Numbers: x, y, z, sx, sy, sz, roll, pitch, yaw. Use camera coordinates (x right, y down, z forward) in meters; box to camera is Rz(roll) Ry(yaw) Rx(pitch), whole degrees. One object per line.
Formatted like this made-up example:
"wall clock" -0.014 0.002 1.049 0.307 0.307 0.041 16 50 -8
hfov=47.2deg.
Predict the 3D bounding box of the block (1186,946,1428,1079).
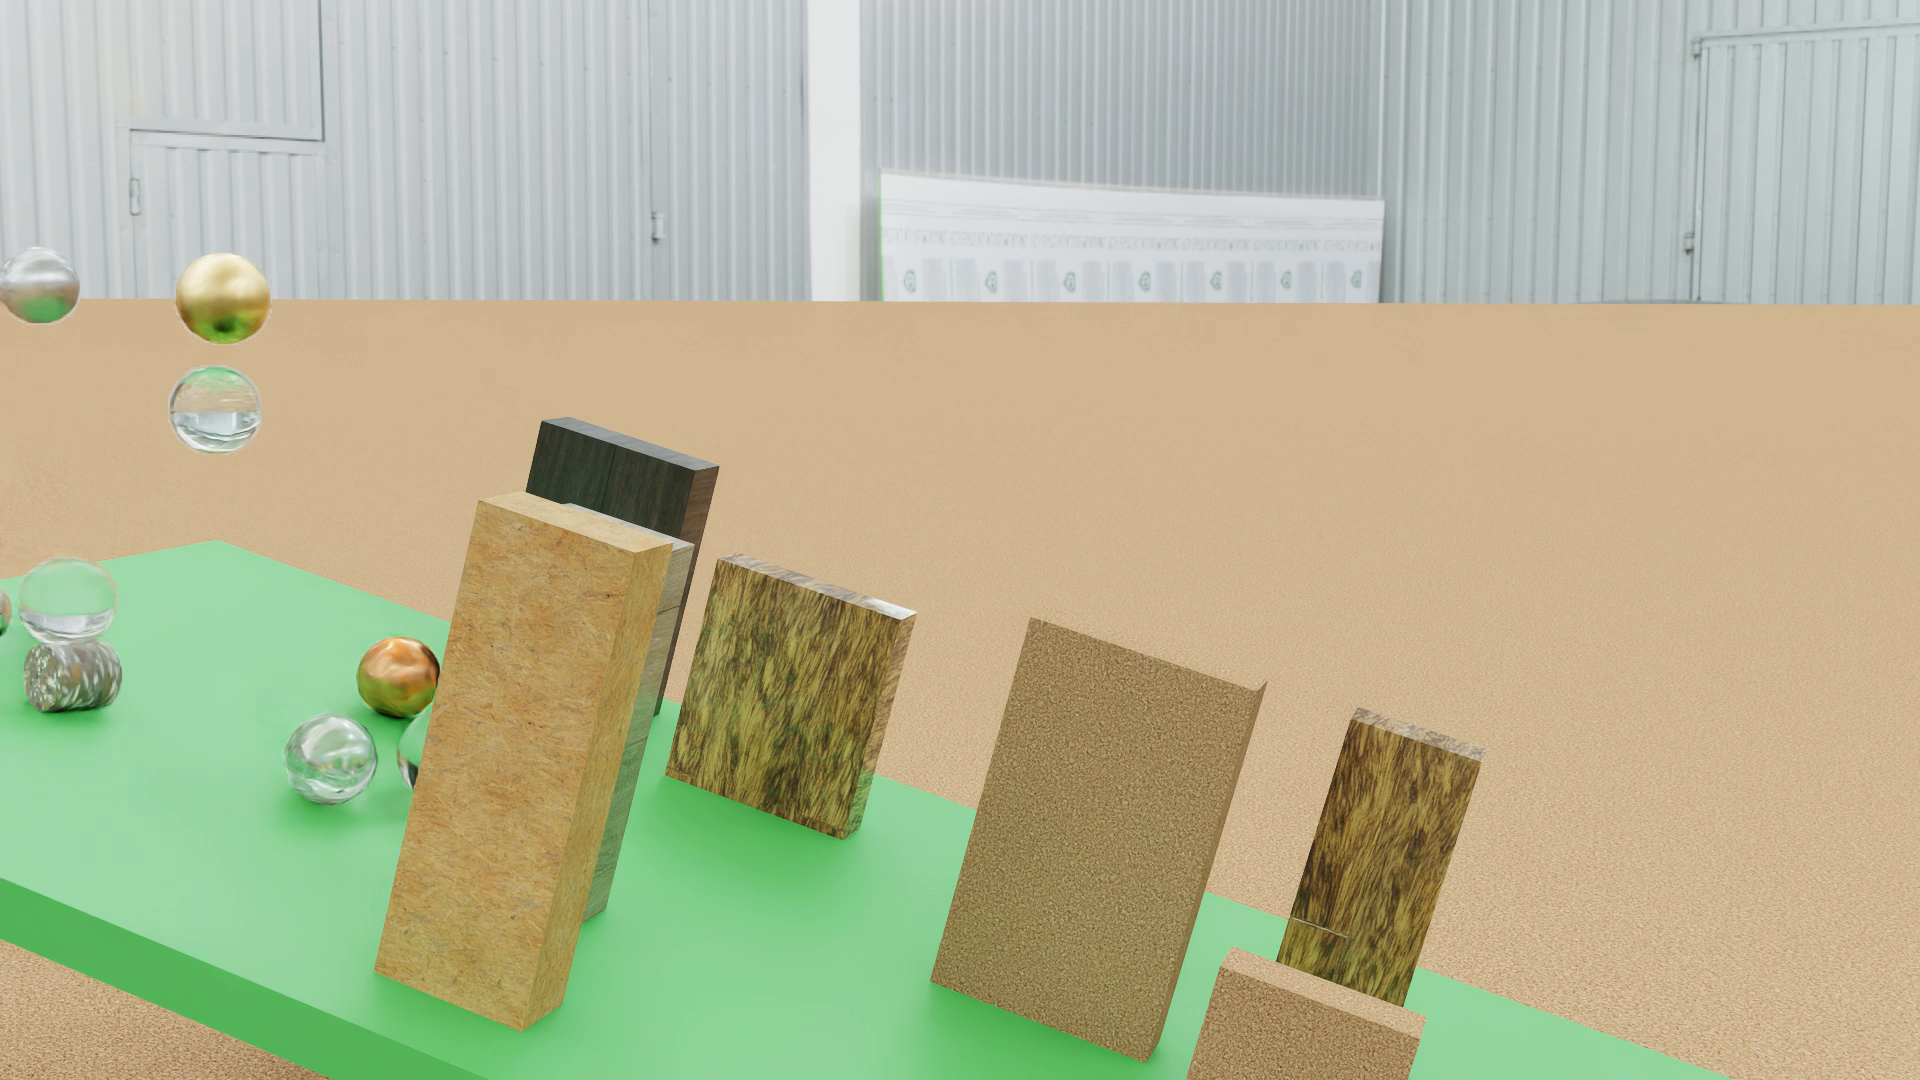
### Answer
"block" 0.497 0.888 3.376 0.312 0.431 0.104 18 11 14

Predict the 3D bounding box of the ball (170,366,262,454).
"ball" -1.465 -0.256 4.327 0.171 0.171 0.171 0 7 0

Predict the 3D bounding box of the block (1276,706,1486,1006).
"block" 0.772 0.677 4.168 0.248 0.666 0.120 18 11 14

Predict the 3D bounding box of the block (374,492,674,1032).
"block" -0.697 0.349 3.496 0.273 0.799 0.139 18 11 14

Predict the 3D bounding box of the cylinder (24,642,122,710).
"cylinder" -1.730 0.265 4.285 0.130 0.130 0.130 5 3 37

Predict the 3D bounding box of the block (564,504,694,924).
"block" -0.691 0.311 3.936 0.251 0.705 0.115 18 11 14

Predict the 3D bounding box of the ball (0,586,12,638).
"ball" -2.003 0.146 4.457 0.150 0.150 0.150 0 7 0

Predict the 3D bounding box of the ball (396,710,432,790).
"ball" -1.015 0.422 4.323 0.181 0.181 0.181 0 7 0

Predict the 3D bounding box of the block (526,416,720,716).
"block" -0.841 0.069 5.153 0.399 0.619 0.140 18 11 14

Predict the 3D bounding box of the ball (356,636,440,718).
"ball" -1.203 0.294 4.716 0.177 0.177 0.177 0 7 0

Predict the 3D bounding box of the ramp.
"ramp" -0.383 0.756 4.244 4.000 0.100 2.000 18 11 14

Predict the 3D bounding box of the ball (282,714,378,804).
"ball" -1.190 0.414 4.155 0.172 0.172 0.172 0 7 0

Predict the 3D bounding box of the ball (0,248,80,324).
"ball" -1.857 -0.514 4.435 0.153 0.153 0.153 0 7 0

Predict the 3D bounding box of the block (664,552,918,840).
"block" -0.370 0.335 4.770 0.430 0.502 0.110 18 11 14

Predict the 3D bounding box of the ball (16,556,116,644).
"ball" -1.867 0.131 4.598 0.194 0.194 0.194 0 7 0

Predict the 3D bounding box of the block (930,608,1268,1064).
"block" 0.249 0.536 4.027 0.427 0.721 0.119 18 11 14

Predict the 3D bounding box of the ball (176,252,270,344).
"ball" -1.482 -0.487 4.423 0.182 0.182 0.182 0 7 0
